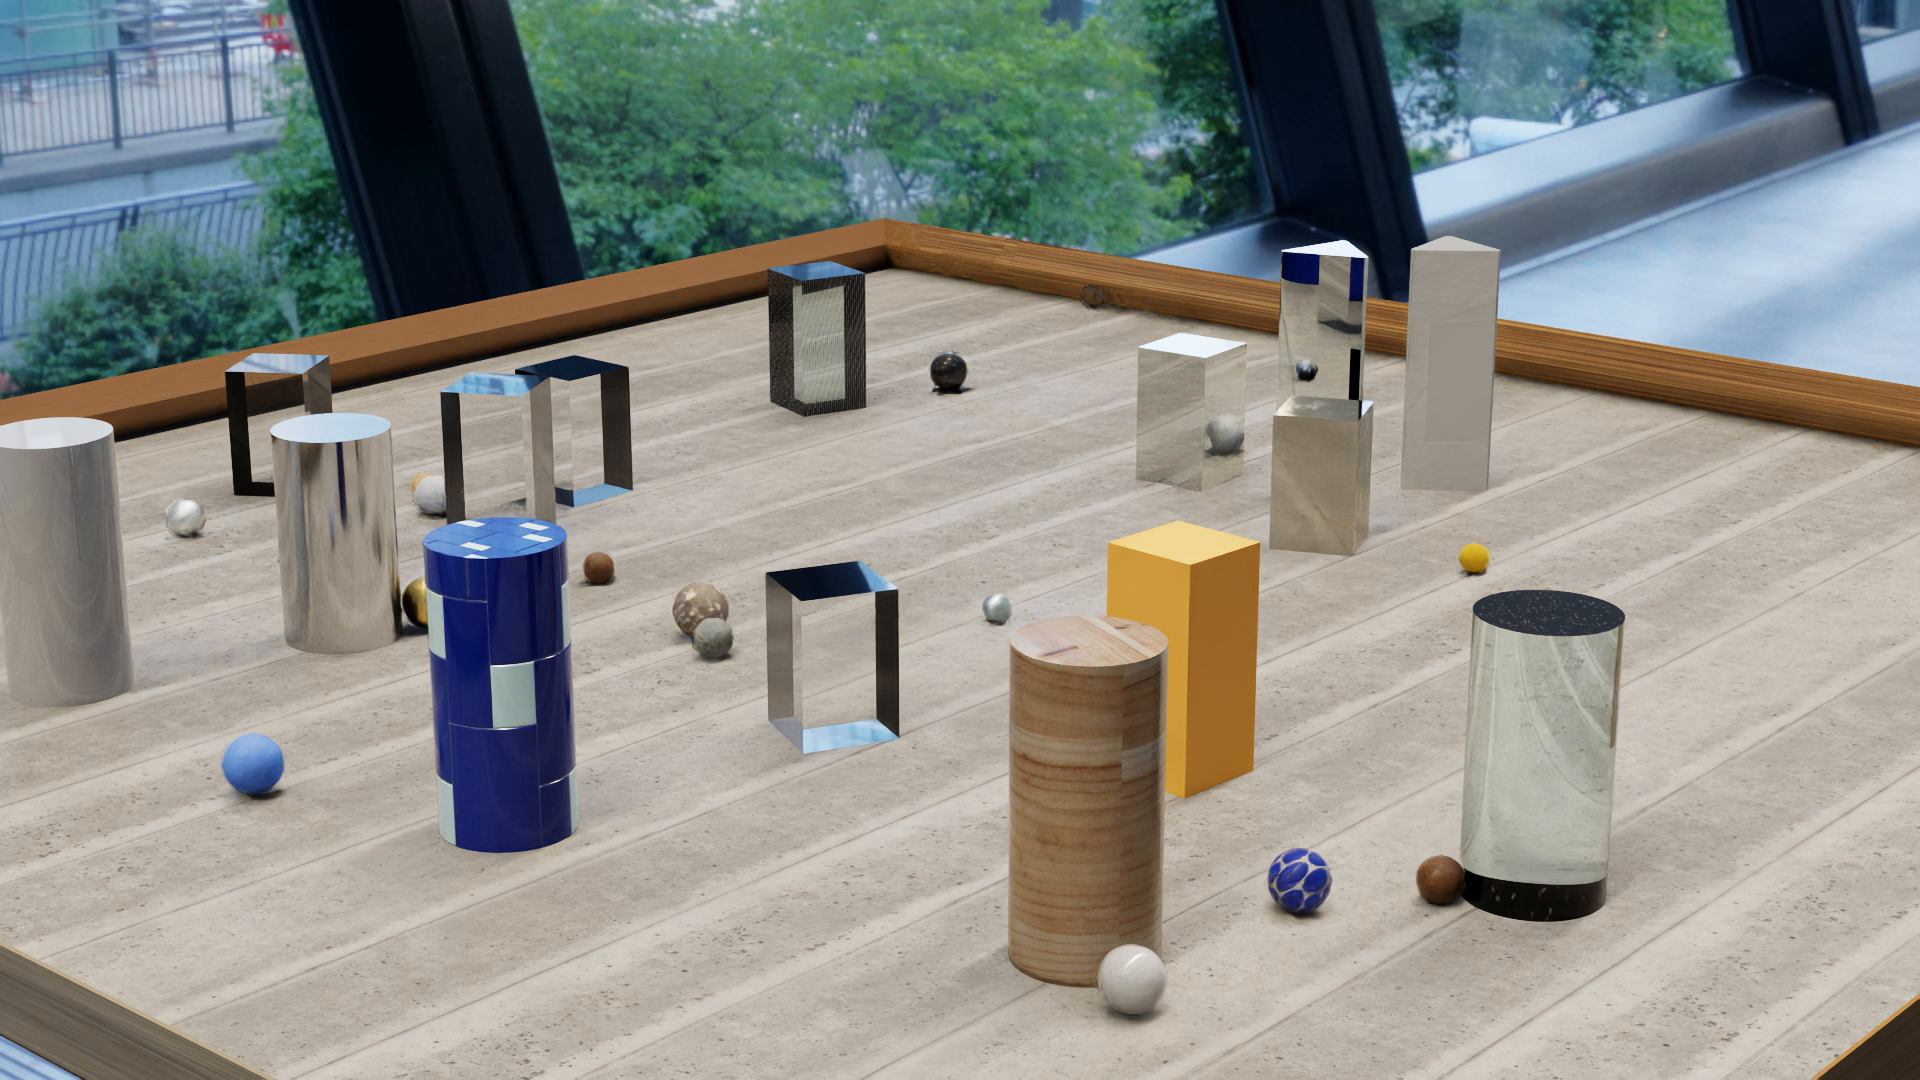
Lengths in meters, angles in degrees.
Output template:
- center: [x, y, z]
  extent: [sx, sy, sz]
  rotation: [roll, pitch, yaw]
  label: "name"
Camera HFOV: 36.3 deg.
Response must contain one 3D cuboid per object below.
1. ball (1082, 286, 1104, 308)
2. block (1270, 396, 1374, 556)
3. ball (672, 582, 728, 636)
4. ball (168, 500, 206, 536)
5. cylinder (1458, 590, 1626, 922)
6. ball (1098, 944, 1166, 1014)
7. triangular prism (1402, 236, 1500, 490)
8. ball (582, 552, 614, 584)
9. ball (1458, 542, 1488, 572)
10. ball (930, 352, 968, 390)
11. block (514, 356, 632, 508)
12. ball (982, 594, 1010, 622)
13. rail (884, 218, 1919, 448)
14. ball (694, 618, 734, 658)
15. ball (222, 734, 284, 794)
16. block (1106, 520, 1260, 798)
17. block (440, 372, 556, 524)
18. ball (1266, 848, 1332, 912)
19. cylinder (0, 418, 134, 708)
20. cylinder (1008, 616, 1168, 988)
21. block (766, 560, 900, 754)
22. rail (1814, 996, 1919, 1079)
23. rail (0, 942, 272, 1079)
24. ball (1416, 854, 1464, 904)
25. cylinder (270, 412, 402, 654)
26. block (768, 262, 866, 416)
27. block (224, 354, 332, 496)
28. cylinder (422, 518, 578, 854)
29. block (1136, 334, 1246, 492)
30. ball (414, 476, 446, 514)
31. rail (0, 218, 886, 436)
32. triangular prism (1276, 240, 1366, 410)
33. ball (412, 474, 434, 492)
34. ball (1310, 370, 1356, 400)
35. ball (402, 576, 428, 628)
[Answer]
- center: [0.335, -0.611, 7.382]
  extent: [0.053, 0.053, 0.053]
  rotation: [0, 17, 0]
  label: "ball"
- center: [0.666, -0.120, 5.403]
  extent: [0.155, 0.254, 0.155]
  rotation: [5, 18, 17]
  label: "block"
- center: [-0.433, 0.117, 4.898]
  extent: [0.094, 0.094, 0.094]
  rotation: [0, 17, 0]
  label: "ball"
- center: [-1.440, -0.040, 5.461]
  extent: [0.069, 0.069, 0.069]
  rotation: [0, 17, 0]
  label: "ball"
- center: [0.760, 0.281, 3.841]
  extent: [0.194, 0.391, 0.194]
  rotation: [0, 17, 0]
  label: "cylinder"
- center: [0.207, 0.531, 3.544]
  extent: [0.083, 0.083, 0.083]
  rotation: [0, 17, 0]
  label: "ball"
- center: [0.958, -0.349, 5.775]
  extent: [0.168, 0.479, 0.146]
  rotation: [1, 17, 3]
  label: "triangular prism"
- center: [-0.640, 0.048, 5.191]
  extent: [0.056, 0.056, 0.056]
  rotation: [0, 17, 0]
  label: "ball"
- center: [0.920, 0.032, 5.248]
  extent: [0.054, 0.054, 0.054]
  rotation: [0, 17, 0]
  label: "ball"
- center: [-0.025, -0.376, 6.547]
  extent: [0.085, 0.085, 0.085]
  rotation: [0, 17, 0]
  label: "ball"
- center: [-0.753, -0.214, 5.723]
  extent: [0.155, 0.250, 0.155]
  rotation: [14, 22, 38]
  label: "block"
- center: [0.062, 0.114, 4.984]
  extent: [0.048, 0.048, 0.048]
  rotation: [0, 17, 0]
  label: "ball"
- center: [1.328, -0.410, 6.585]
  extent: [4.096, 0.126, 0.045]
  rotation: [14, 22, 39]
  label: "rail"
- center: [-0.404, 0.160, 4.804]
  extent: [0.066, 0.066, 0.066]
  rotation: [0, 17, 0]
  label: "ball"
- center: [-1.018, 0.323, 4.227]
  extent: [0.087, 0.087, 0.087]
  rotation: [0, 17, 0]
  label: "ball"
- center: [0.322, 0.172, 4.269]
  extent: [0.155, 0.352, 0.155]
  rotation: [16, 23, 42]
  label: "block"
- center: [-0.852, -0.146, 5.426]
  extent: [0.155, 0.293, 0.155]
  rotation: [3, 17, 11]
  label: "block"
- center: [0.443, 0.444, 3.828]
  extent: [0.084, 0.084, 0.084]
  rotation: [0, 17, 0]
  label: "ball"
- center: [-1.416, 0.033, 4.613]
  extent: [0.194, 0.417, 0.194]
  rotation: [0, 17, 0]
  label: "cylinder"
- center: [0.158, 0.324, 3.648]
  extent: [0.194, 0.419, 0.194]
  rotation: [0, 17, 0]
  label: "cylinder"
- center: [-0.194, 0.176, 4.451]
  extent: [0.155, 0.239, 0.155]
  rotation: [-7, 18, -22]
  label: "block"
- center: [1.529, 0.415, 3.850]
  extent: [0.045, 0.126, 4.099]
  rotation: [14, 22, 39]
  label: "rail"
- center: [-1.328, 0.473, 3.656]
  extent: [4.096, 0.126, 0.045]
  rotation: [14, 22, 39]
  label: "rail"
- center: [0.632, 0.446, 3.858]
  extent: [0.064, 0.064, 0.064]
  rotation: [0, 17, 0]
  label: "ball"
- center: [-1.032, -0.012, 4.863]
  extent: [0.194, 0.360, 0.194]
  rotation: [0, 17, 0]
  label: "cylinder"
- center: [-0.311, -0.440, 6.387]
  extent: [0.155, 0.299, 0.155]
  rotation: [-10, 19, -30]
  label: "block"
- center: [-1.333, -0.226, 5.764]
  extent: [0.155, 0.249, 0.155]
  rotation: [2, 17, 7]
  label: "block"
- center: [-0.633, 0.199, 4.055]
  extent: [0.194, 0.423, 0.194]
  rotation: [0, 17, 0]
  label: "cylinder"
- center: [0.459, -0.255, 5.825]
  extent: [0.155, 0.270, 0.155]
  rotation: [12, 21, 35]
  label: "block"
- center: [-1.003, -0.086, 5.600]
  extent: [0.076, 0.076, 0.076]
  rotation: [0, 17, 0]
  label: "ball"
- center: [-1.529, -0.352, 6.391]
  extent: [0.045, 0.126, 4.099]
  rotation: [14, 22, 39]
  label: "rail"
- center: [0.721, -0.333, 5.717]
  extent: [0.168, 0.482, 0.146]
  rotation: [7, 18, 22]
  label: "triangular prism"
- center: [-1.032, -0.101, 5.684]
  extent: [0.056, 0.056, 0.056]
  rotation: [0, 17, 0]
  label: "ball"
- center: [0.803, -0.316, 6.326]
  extent: [0.097, 0.097, 0.097]
  rotation: [0, 17, 0]
  label: "ball"
- center: [-0.897, 0.104, 4.947]
  extent: [0.090, 0.090, 0.090]
  rotation: [0, 17, 0]
  label: "ball"
